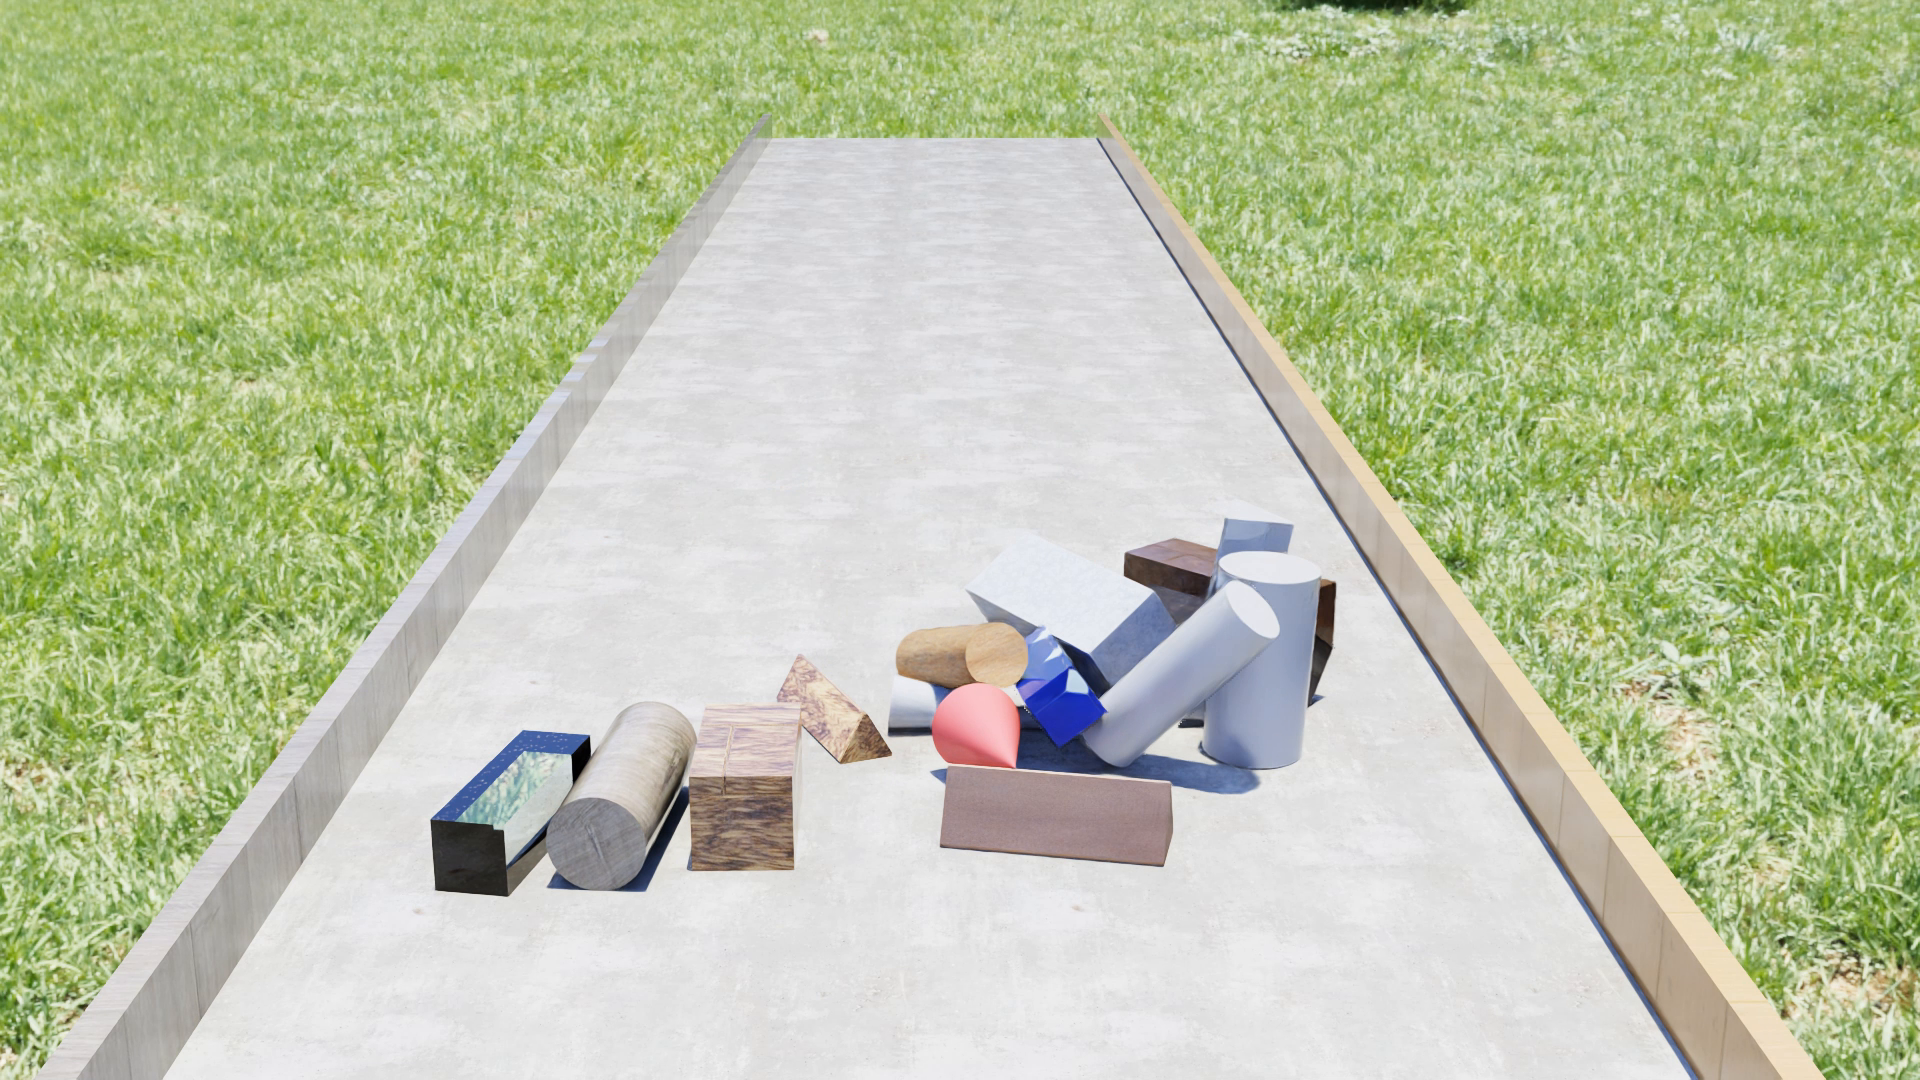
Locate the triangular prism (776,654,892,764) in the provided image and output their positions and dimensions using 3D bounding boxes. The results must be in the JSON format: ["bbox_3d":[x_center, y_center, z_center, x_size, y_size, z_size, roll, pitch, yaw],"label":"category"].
[{"bbox_3d":[-0.236,0.303,4.050,0.099,0.086,0.349,-7,18,-22],"label":"triangular prism"}]

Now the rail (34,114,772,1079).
[{"bbox_3d":[-1.118,-0.838,7.780,0.050,0.150,12.000,0,17,-1],"label":"rail"}]

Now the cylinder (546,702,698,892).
[{"bbox_3d":[-0.543,0.409,3.577,0.157,0.157,0.414,1,17,4],"label":"cylinder"}]

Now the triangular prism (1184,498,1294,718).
[{"bbox_3d":[0.489,0.127,4.064,0.136,0.393,0.118,5,20,-19],"label":"triangular prism"}]

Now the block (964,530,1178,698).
[{"bbox_3d":[0.226,0.156,4.278,0.173,0.173,0.456,-43,31,-13],"label":"block"}]

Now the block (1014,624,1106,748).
[{"bbox_3d":[0.164,0.257,3.950,0.104,0.104,0.371,-37,10,1],"label":"block"}]

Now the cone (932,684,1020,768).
[{"bbox_3d":[0.059,0.349,3.700,0.159,0.159,0.301,-3,8,-11],"label":"cone"}]

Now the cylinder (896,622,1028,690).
[{"bbox_3d":[-0.002,0.217,4.053,0.118,0.118,0.407,-6,-2,-20],"label":"cylinder"}]

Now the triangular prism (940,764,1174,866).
[{"bbox_3d":[0.159,0.431,3.565,0.363,0.115,0.133,3,17,11],"label":"triangular prism"}]

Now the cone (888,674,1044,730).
[{"bbox_3d":[0.077,0.324,4.050,0.410,0.100,0.100,7,17,0],"label":"cone"}]

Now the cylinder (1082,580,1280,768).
[{"bbox_3d":[0.376,0.234,3.803,0.121,0.382,0.121,32,32,-23],"label":"cylinder"}]

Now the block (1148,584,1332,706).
[{"bbox_3d":[0.517,0.201,4.253,0.371,0.123,0.123,16,-11,42],"label":"block"}]

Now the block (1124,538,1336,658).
[{"bbox_3d":[0.547,0.130,4.511,0.158,0.158,0.429,-15,22,-41],"label":"block"}]

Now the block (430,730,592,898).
[{"bbox_3d":[-0.717,0.435,3.553,0.120,0.120,0.380,3,17,10],"label":"block"}]

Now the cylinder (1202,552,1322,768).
[{"bbox_3d":[0.533,0.211,3.898,0.179,0.344,0.179,3,18,-1],"label":"cylinder"}]

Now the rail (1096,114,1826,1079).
[{"bbox_3d":[0.932,-0.844,7.801,0.050,0.150,12.000,0,17,-1],"label":"rail"}]

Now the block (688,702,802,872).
[{"bbox_3d":[-0.346,0.399,3.602,0.161,0.161,0.322,0,17,-1],"label":"block"}]
